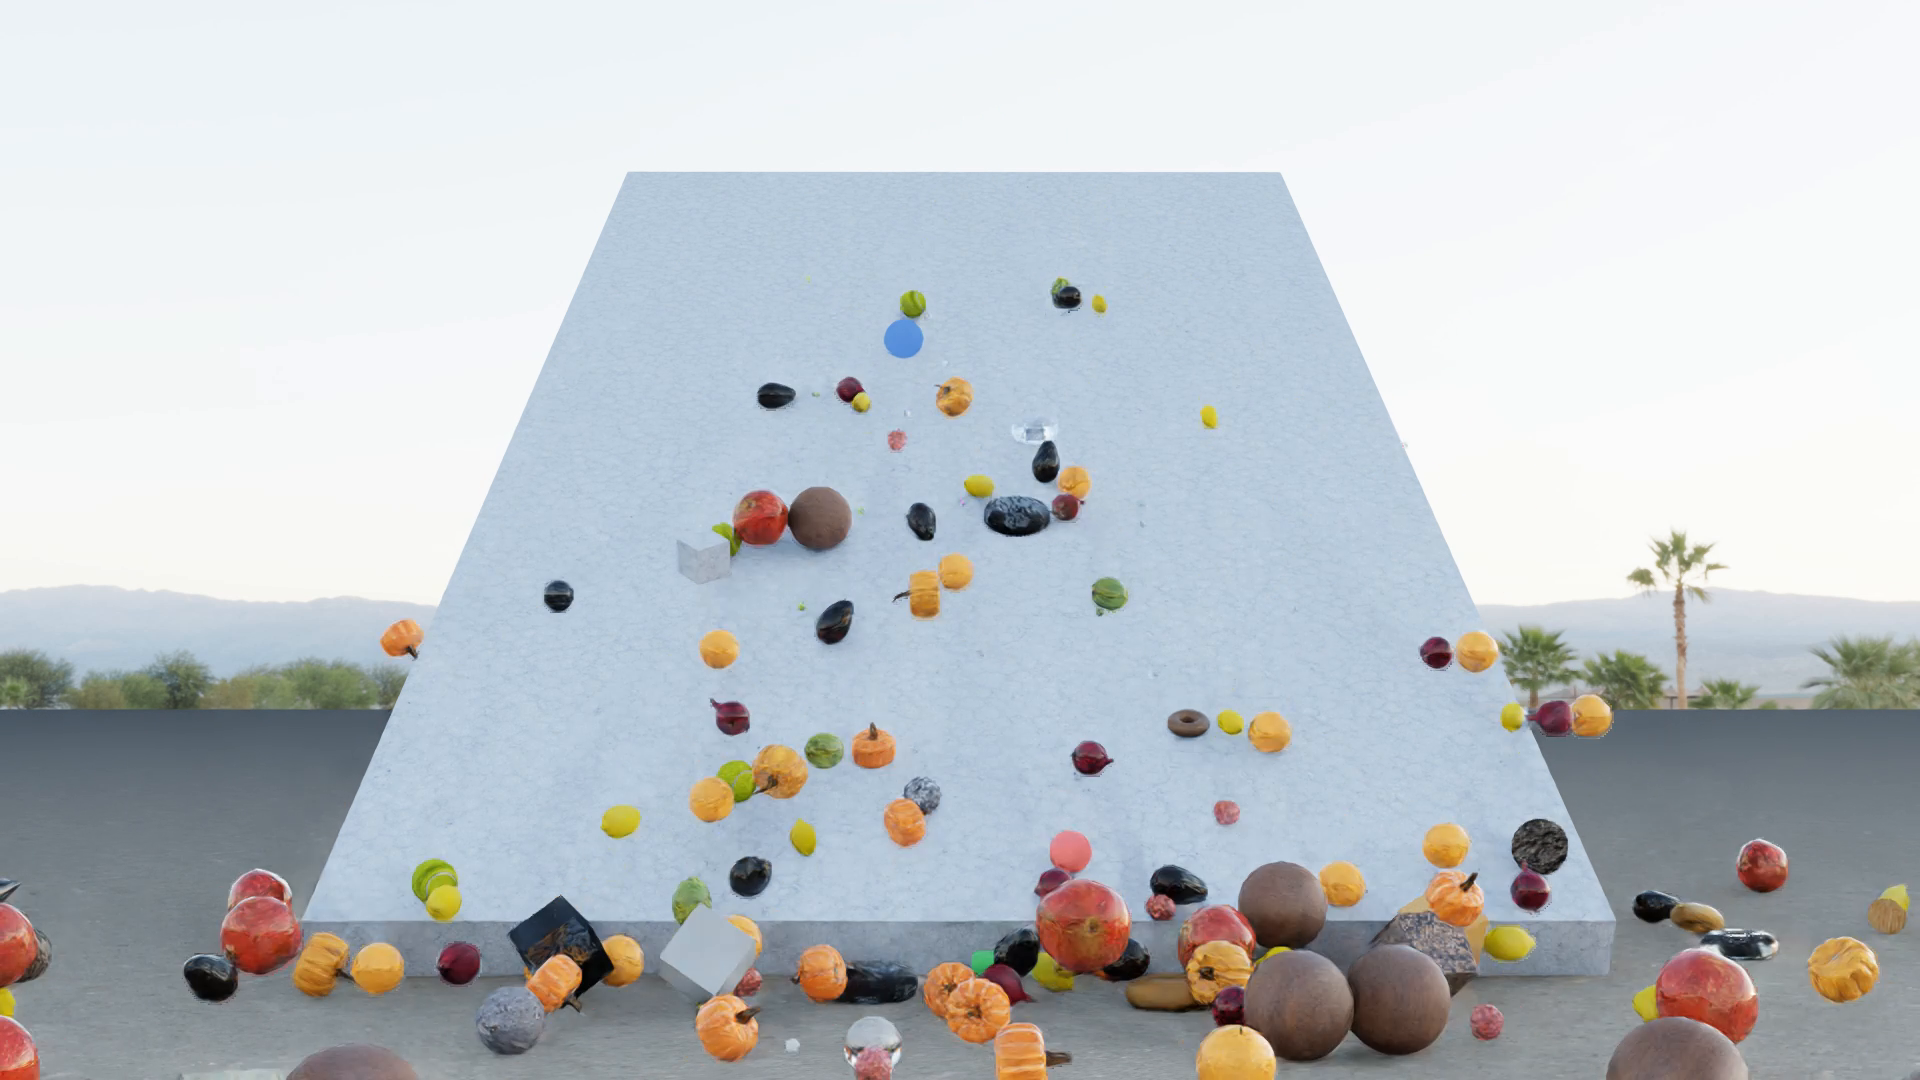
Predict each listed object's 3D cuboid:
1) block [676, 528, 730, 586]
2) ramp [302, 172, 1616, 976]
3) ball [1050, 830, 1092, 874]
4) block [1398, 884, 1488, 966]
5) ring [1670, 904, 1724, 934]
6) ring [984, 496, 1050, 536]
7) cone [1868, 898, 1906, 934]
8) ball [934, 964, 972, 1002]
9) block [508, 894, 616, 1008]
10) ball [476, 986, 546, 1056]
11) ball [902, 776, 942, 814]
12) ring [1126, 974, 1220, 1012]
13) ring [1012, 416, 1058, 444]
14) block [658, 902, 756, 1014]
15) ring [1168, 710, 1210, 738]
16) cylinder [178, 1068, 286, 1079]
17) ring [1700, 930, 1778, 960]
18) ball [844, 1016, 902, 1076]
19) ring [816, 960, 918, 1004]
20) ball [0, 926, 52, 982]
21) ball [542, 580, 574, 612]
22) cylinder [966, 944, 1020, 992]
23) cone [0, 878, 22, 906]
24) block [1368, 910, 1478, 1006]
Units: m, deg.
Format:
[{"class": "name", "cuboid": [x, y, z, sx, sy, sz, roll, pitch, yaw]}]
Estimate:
[{"class": "block", "cuboid": [-0.506, 0.032, 4.633, 0.075, 0.075, 0.075, -19, 31, -35]}, {"class": "ramp", "cuboid": [-0.009, -0.229, 5.395, 2.000, 0.100, 4.000, 0, 25, 0]}, {"class": "ball", "cuboid": [0.173, 0.489, 3.679, 0.067, 0.067, 0.067, 0, -4, 0]}, {"class": "block", "cuboid": [0.700, 0.581, 3.429, 0.092, 0.092, 0.092, -24, 42, -32]}, {"class": "ring", "cuboid": [1.335, 0.685, 4.249, 0.094, 0.031, 0.094, 15, -24, 7]}, {"class": "ring", "cuboid": [0.117, -0.051, 4.847, 0.139, 0.046, 0.139, 1, 24, 0]}, {"class": "cone", "cuboid": [1.687, 0.702, 4.293, 0.069, 0.069, 0.069, 0, -31, 4]}, {"class": "ball", "cuboid": [-0.010, 0.621, 3.289, 0.052, 0.052, 0.052, 0, -4, 0]}, {"class": "block", "cuboid": [-0.549, 0.566, 3.229, 0.090, 0.090, 0.090, -35, 41, -19]}, {"class": "ball", "cuboid": [-0.534, 0.572, 2.792, 0.081, 0.081, 0.081, 0, -4, 0]}, {"class": "ball", "cuboid": [-0.062, 0.418, 3.833, 0.063, 0.063, 0.063, 0, -4, 0]}, {"class": "ring", "cuboid": [0.294, 0.622, 3.227, 0.130, 0.043, 0.130, 1, -5, 0]}, {"class": "ring", "cuboid": [0.169, -0.246, 5.273, 0.108, 0.036, 0.108, 0, 27, 0]}, {"class": "block", "cuboid": [-0.330, 0.547, 3.065, 0.090, 0.090, 0.090, 32, -25, 11]}, {"class": "ring", "cuboid": [0.398, 0.320, 4.088, 0.075, 0.025, 0.075, -1, 25, 1]}, {"class": "cylinder", "cuboid": [-0.652, 0.519, 2.097, 0.086, 0.086, 0.086, 2, -4, -25]}, {"class": "ring", "cuboid": [1.283, 0.667, 3.864, 0.123, 0.041, 0.123, -1, -3, 0]}, {"class": "ball", "cuboid": [-0.098, 0.569, 2.640, 0.066, 0.066, 0.066, 0, -4, 0]}, {"class": "ring", "cuboid": [-0.132, 0.626, 3.319, 0.147, 0.049, 0.147, 1, -4, 0]}, {"class": "ball", "cuboid": [-1.408, 0.622, 3.524, 0.083, 0.083, 0.083, 0, -4, 0]}, {"class": "ball", "cuboid": [-0.768, 0.106, 4.493, 0.060, 0.060, 0.060, 0, -4, 0]}, {"class": "cylinder", "cuboid": [0.048, 0.627, 3.417, 0.057, 0.057, 0.057, -26, -11, 13]}, {"class": "cone", "cuboid": [-1.901, 0.693, 4.666, 0.081, 0.081, 0.081, -3, 10, 40]}, {"class": "block", "cuboid": [0.641, 0.578, 3.245, 0.094, 0.094, 0.094, 0, -35, -22]}]
